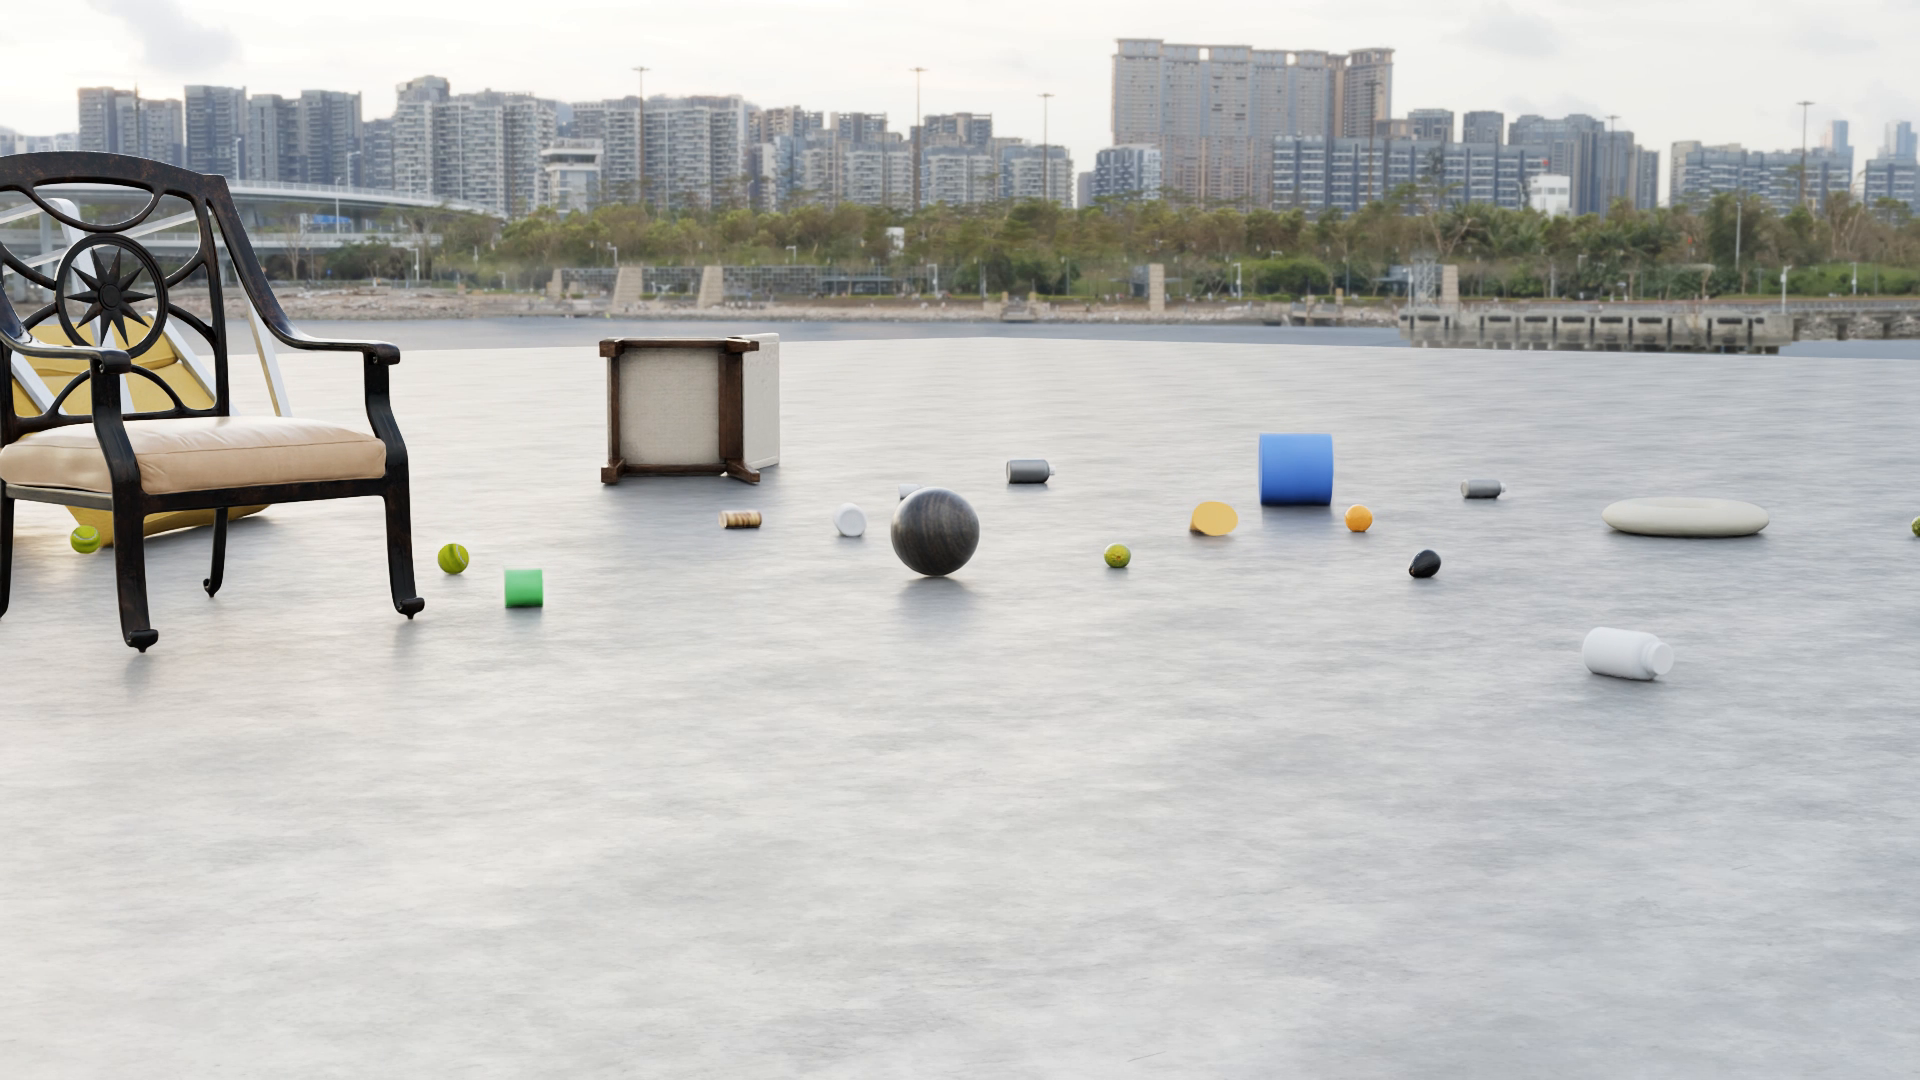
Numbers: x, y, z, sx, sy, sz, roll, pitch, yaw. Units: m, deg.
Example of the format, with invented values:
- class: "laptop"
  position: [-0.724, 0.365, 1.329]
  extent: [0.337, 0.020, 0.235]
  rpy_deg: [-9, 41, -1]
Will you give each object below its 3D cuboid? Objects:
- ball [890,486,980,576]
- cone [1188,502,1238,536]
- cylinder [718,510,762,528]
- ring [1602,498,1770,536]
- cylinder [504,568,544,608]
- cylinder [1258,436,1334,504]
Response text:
- class: "ball"
  position: [-0.055, -0.019, 5.633]
  extent: [0.197, 0.197, 0.197]
  rpy_deg: [0, 6, 0]
- class: "cone"
  position: [0.622, -0.041, 6.604]
  extent: [0.128, 0.089, 0.169]
  rpy_deg: [4, -11, -18]
- class: "cylinder"
  position: [-0.577, -0.055, 6.732]
  extent: [0.095, 0.044, 0.081]
  rpy_deg: [-2, 5, -21]
- class: "ring"
  position: [1.878, -0.060, 6.642]
  extent: [0.417, 0.073, 0.451]
  rpy_deg: [4, 8, 33]
- class: "cylinder"
  position: [-0.872, 0.095, 5.130]
  extent: [0.073, 0.070, 0.096]
  rpy_deg: [-1, 24, -12]
- class: "cylinder"
  position: [0.968, -0.203, 7.407]
  extent: [0.201, 0.196, 0.204]
  rpy_deg: [0, -37, 3]
